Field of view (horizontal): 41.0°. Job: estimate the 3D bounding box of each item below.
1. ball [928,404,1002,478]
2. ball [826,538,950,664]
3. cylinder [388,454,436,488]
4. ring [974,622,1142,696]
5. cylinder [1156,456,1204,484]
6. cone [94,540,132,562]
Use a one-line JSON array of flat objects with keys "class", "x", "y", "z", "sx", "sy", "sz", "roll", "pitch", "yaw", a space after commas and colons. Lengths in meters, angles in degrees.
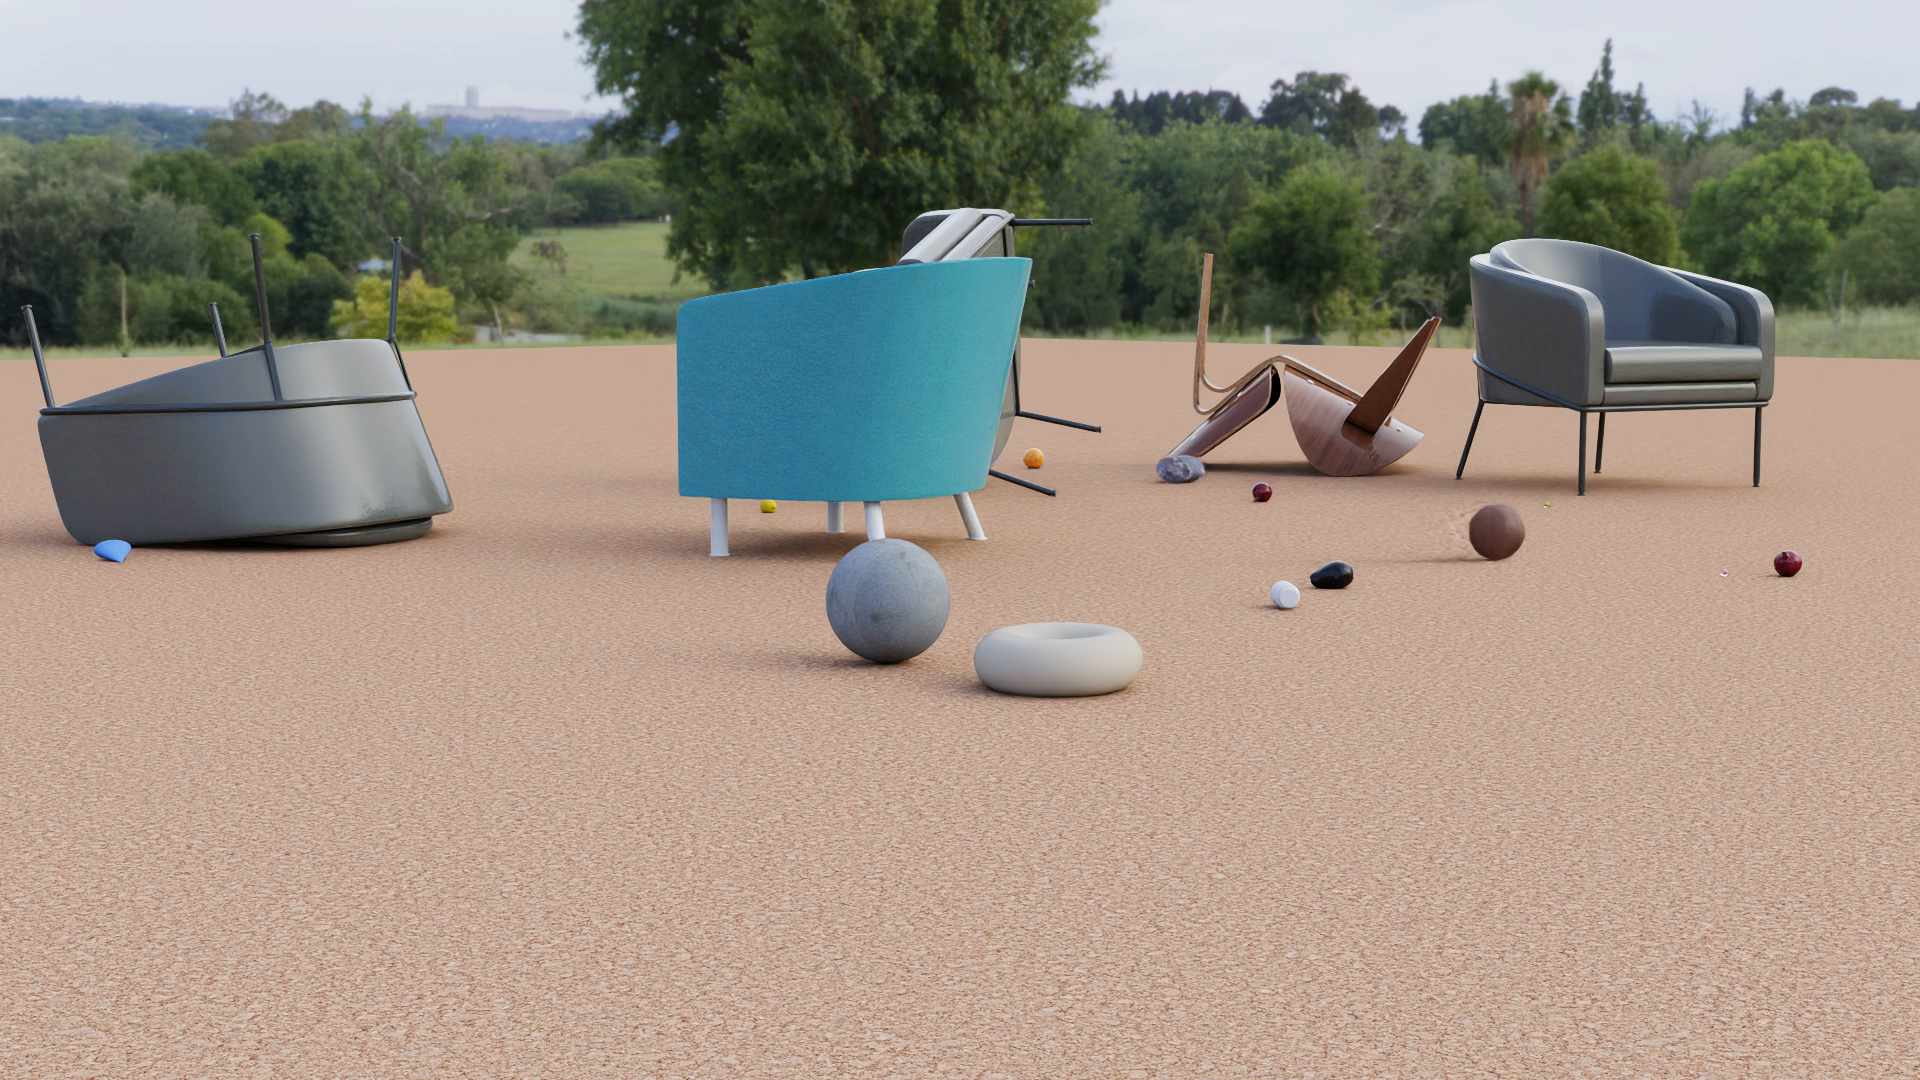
[{"class": "ball", "x": 0.018, "y": -0.322, "z": 8.367, "sx": 0.239, "sy": 0.239, "sz": 0.239, "roll": 0, "pitch": 6, "yaw": 0}, {"class": "ball", "x": -0.123, "y": 0.103, "z": 4.371, "sx": 0.213, "sy": 0.213, "sz": 0.213, "roll": 0, "pitch": 6, "yaw": 0}, {"class": "cylinder", "x": -1.715, "y": -0.217, "z": 8.023, "sx": 0.146, "sy": 0.086, "sz": 0.081, "roll": -30, "pitch": 14, "yaw": -14}, {"class": "ring", "x": 0.158, "y": 0.191, "z": 4.117, "sx": 0.272, "sy": 0.092, "sz": 0.264, "roll": 1, "pitch": 7, "yaw": 13}, {"class": "cylinder", "x": 0.706, "y": -0.227, "z": 8.212, "sx": 0.121, "sy": 0.080, "sz": 0.111, "roll": 13, "pitch": 12, "yaw": 29}, {"class": "cone", "x": -1.951, "y": 0.037, "z": 5.936, "sx": 0.085, "sy": 0.049, "sz": 0.086, "roll": -2, "pitch": 22, "yaw": -31}]
